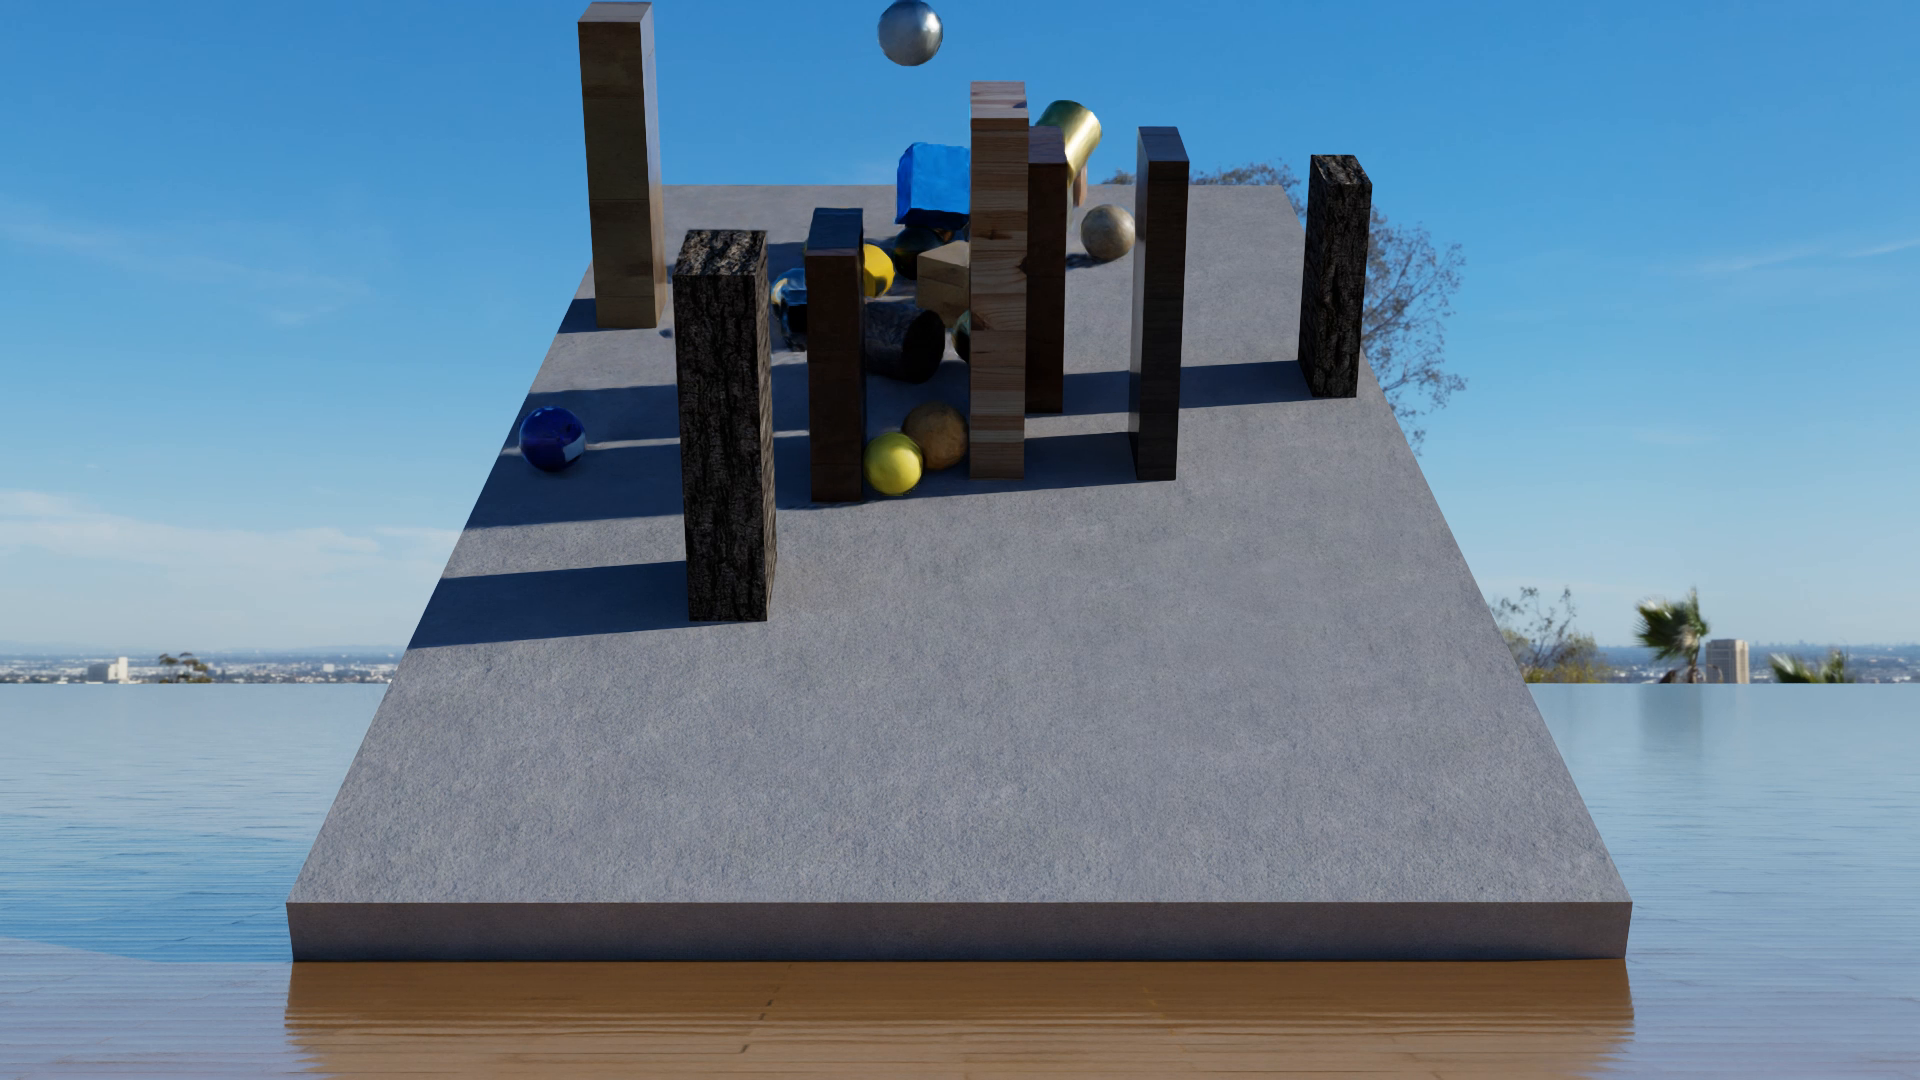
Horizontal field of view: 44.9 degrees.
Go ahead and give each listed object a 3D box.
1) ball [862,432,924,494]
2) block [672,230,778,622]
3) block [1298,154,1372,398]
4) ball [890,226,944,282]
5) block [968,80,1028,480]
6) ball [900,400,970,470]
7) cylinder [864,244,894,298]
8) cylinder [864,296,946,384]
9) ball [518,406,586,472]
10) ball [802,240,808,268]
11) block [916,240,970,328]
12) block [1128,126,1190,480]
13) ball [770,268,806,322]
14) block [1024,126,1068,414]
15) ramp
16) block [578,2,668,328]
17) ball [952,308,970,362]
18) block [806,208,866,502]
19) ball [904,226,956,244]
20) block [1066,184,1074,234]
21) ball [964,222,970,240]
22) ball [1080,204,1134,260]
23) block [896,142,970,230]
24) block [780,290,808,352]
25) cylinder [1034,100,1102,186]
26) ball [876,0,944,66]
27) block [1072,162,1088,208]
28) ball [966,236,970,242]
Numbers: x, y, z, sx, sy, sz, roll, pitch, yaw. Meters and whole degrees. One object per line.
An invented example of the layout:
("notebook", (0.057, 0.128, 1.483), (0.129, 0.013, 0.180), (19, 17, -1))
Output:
("ball", (-0.140, -0.160, 4.863), (0.130, 0.130, 0.130), (0, -3, 0))
("block", (-0.431, -0.212, 4.313), (0.144, 0.670, 0.279), (0, 24, 0))
("block", (0.872, -0.617, 5.431), (0.101, 0.509, 0.260), (0, 24, 0))
("ball", (-0.110, -0.764, 6.201), (0.149, 0.149, 0.149), (0, -3, 0))
("block", (0.078, -0.550, 4.941), (0.115, 0.781, 0.330), (0, 24, 0))
("ball", (-0.053, -0.222, 4.952), (0.149, 0.149, 0.149), (0, -3, 0))
("cylinder", (-0.262, -0.674, 6.001), (0.146, 0.146, 0.146), (-1, 22, 19))
("cylinder", (-0.156, -0.474, 5.513), (0.176, 0.176, 0.176), (16, 6, 32))
("ball", (-0.872, -0.216, 4.971), (0.142, 0.142, 0.142), (0, -3, 0))
("ball", (-0.341, -0.756, 6.174), (0.155, 0.155, 0.155), (0, -3, 0))
("block", (0.011, -0.645, 5.905), (0.171, 0.171, 0.171), (18, 30, 35))
("block", (0.419, -0.502, 4.942), (0.082, 0.694, 0.287), (0, 24, 0))
("ball", (-0.405, -0.609, 5.851), (0.148, 0.148, 0.148), (0, -3, 0))
("block", (0.191, -0.626, 5.354), (0.087, 0.584, 0.338), (0, 24, 0))
("ramp", (-0.008, -0.228, 5.300), (2.000, 0.100, 4.000), (0, 24, 0))
("block", (-0.839, -0.936, 5.820), (0.149, 0.768, 0.252), (0, 24, 0))
("ball", (0.052, -0.488, 5.572), (0.144, 0.144, 0.144), (0, -3, 0))
("block", (-0.257, -0.393, 4.894), (0.104, 0.531, 0.347), (0, 24, 0))
("ball", (-0.083, -0.879, 6.465), (0.145, 0.145, 0.145), (0, -3, 0))
("block", (0.217, -0.941, 6.589), (0.147, 0.147, 0.147), (21, 35, 38))
("ball", (0.084, -0.842, 6.375), (0.150, 0.150, 0.150), (0, -3, 0))
("ball", (0.407, -0.844, 6.377), (0.154, 0.154, 0.154), (0, -3, 0))
("block", (-0.062, -0.958, 6.310), (0.181, 0.181, 0.181), (4, -7, -14))
("block", (-0.371, -0.543, 5.739), (0.119, 0.119, 0.119), (-6, 25, -13))
("cylinder", (0.276, -1.096, 6.456), (0.178, 0.178, 0.178), (24, -31, 16))
("ball", (-0.147, -1.491, 6.836), (0.195, 0.195, 0.195), (0, -3, 0))
("block", (0.303, -1.079, 6.930), (0.134, 0.134, 0.134), (5, 24, 11))
("ball", (0.079, -0.755, 6.178), (0.151, 0.151, 0.151), (0, -3, 0))
